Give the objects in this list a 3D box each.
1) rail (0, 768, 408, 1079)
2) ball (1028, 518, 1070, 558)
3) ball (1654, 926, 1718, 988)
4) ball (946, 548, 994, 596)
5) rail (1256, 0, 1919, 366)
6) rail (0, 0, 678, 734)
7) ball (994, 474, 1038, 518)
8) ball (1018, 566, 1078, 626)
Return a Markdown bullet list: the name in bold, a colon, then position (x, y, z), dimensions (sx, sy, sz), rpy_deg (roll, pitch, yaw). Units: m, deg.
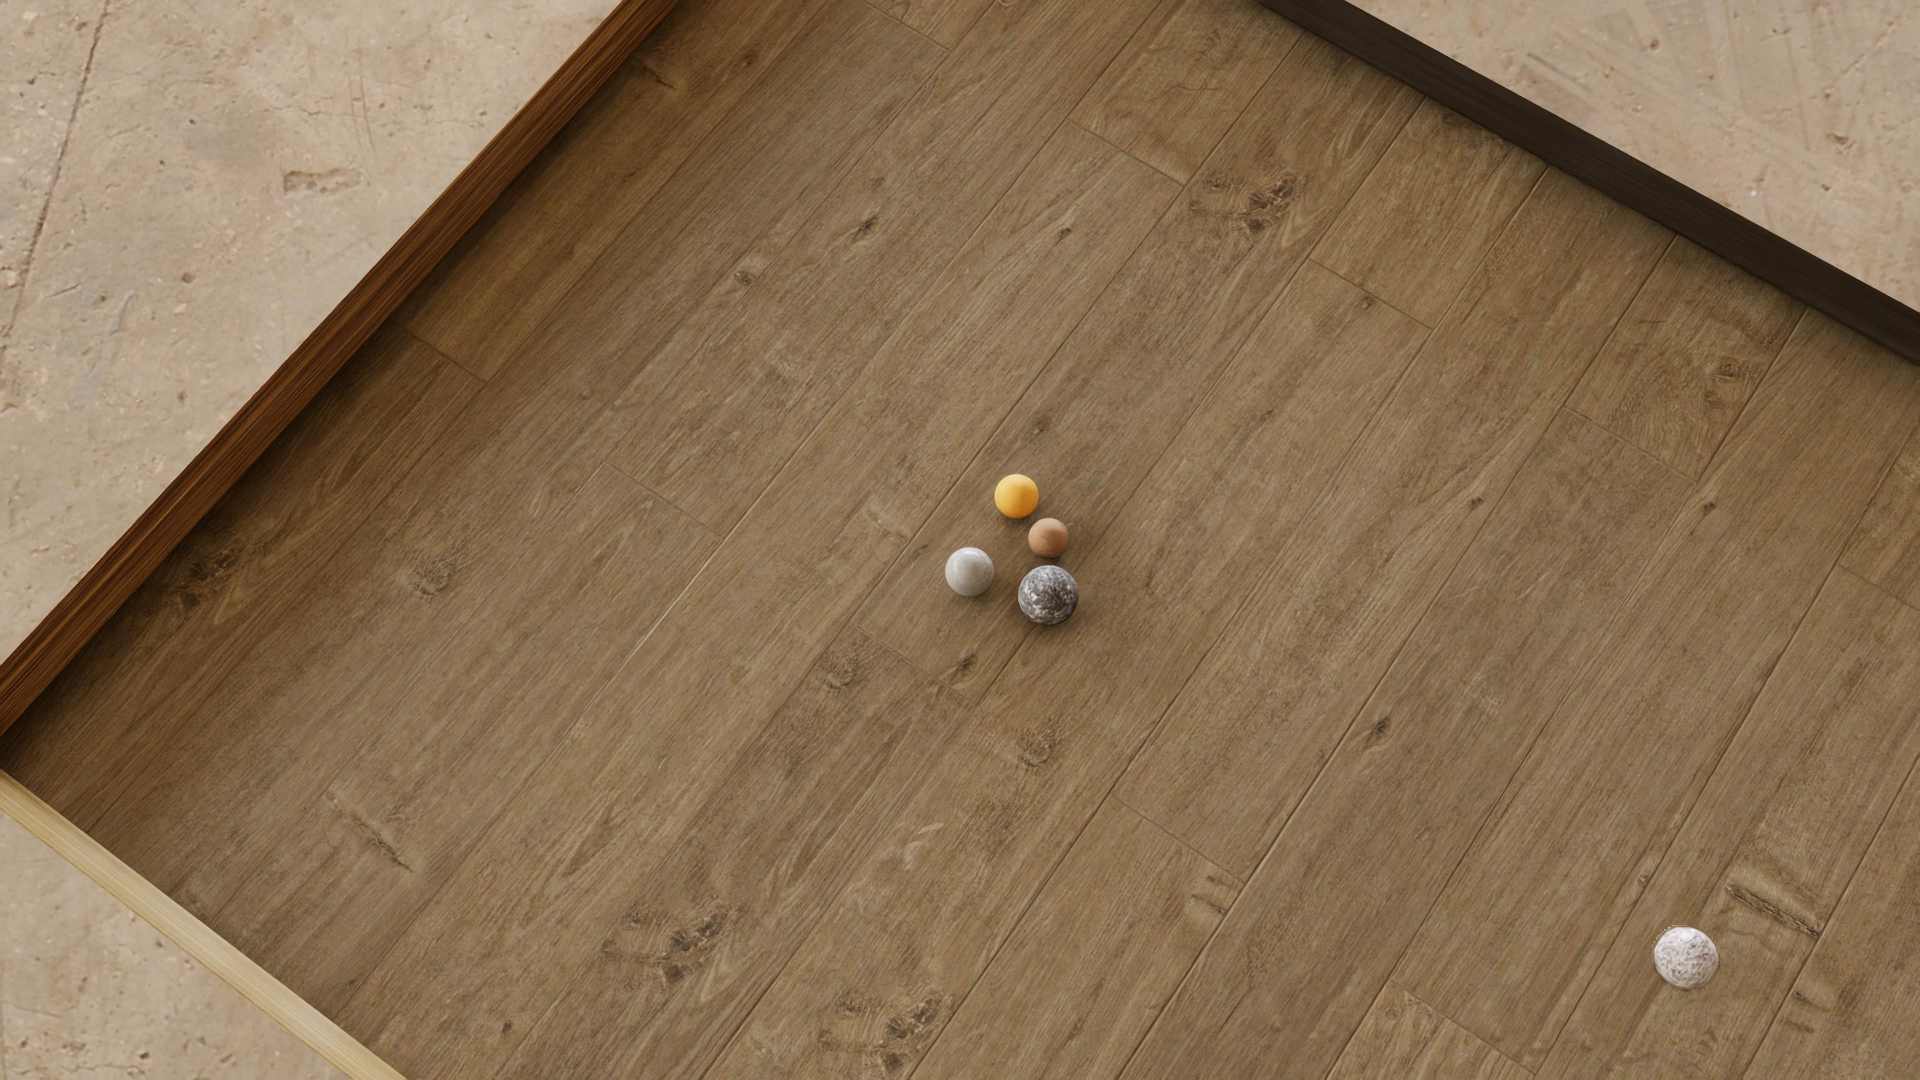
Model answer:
- **rail**: position (0.189, 1.430, 2.872), dimensions (4.234, 0.126, 0.045), rpy_deg (33, 70, 13)
- **ball**: position (0.143, -0.003, 3.541), dimensions (0.066, 0.066, 0.066), rpy_deg (0, 66, 0)
- **ball**: position (1.074, 0.618, 3.253), dimensions (0.090, 0.090, 0.090), rpy_deg (0, 66, 0)
- **ball**: position (0.015, 0.050, 3.510), dimensions (0.079, 0.079, 0.079), rpy_deg (0, 66, 0)
- **rail**: position (1.545, -0.340, 3.657), dimensions (4.234, 0.126, 0.045), rpy_deg (33, 70, 13)
- **rail**: position (-0.848, -0.552, 3.751), dimensions (0.045, 0.126, 2.411), rpy_deg (33, 70, 13)
- **ball**: position (0.092, -0.071, 3.568), dimensions (0.072, 0.072, 0.072), rpy_deg (0, 66, 0)
- **ball**: position (0.140, 0.088, 3.484), dimensions (0.097, 0.097, 0.097), rpy_deg (0, 66, 0)
